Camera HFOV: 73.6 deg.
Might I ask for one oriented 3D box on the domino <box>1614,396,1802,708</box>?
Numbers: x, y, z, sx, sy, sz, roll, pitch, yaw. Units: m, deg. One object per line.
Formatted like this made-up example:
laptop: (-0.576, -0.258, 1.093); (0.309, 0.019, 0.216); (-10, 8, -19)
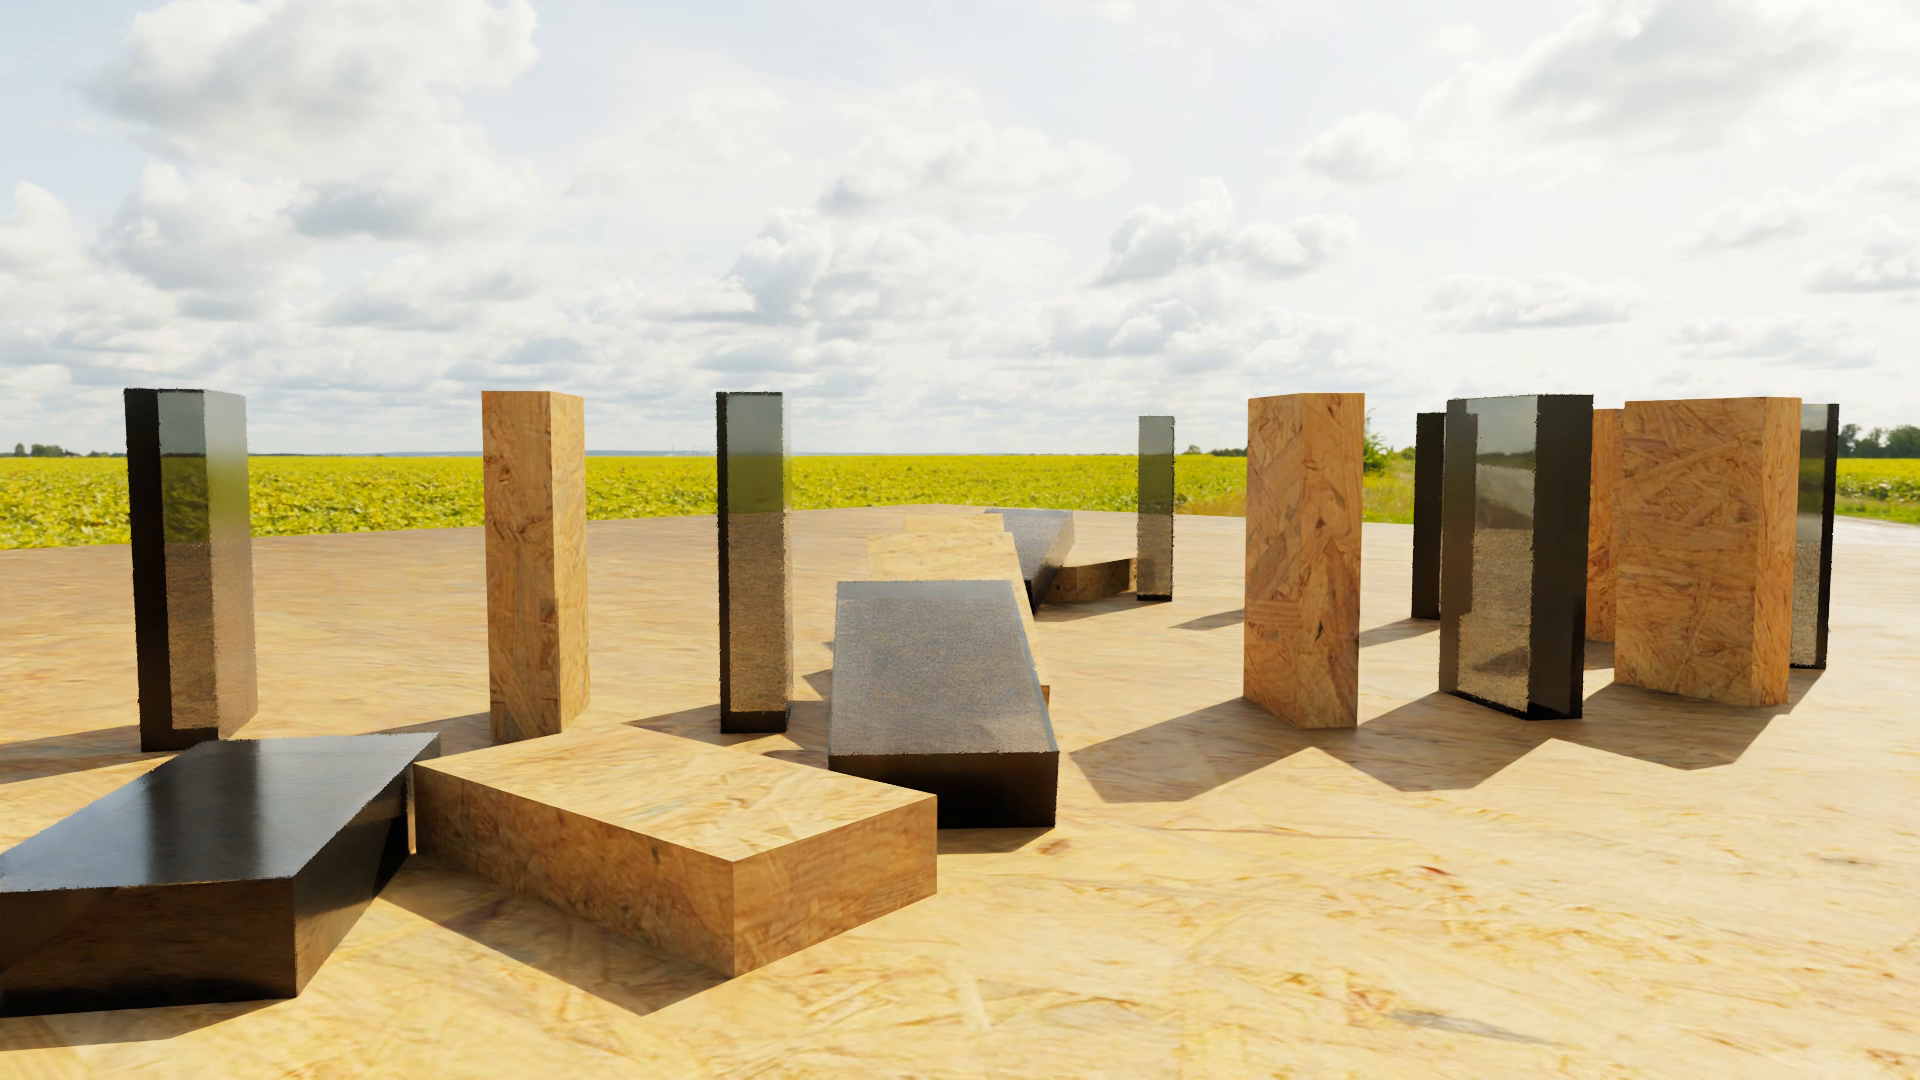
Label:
domino: (0.127, 0.001, 0.219); (0.009, 0.050, 0.025); (-2, 5, -25)

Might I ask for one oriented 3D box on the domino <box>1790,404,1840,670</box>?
domino: (0.153, -0.001, 0.248); (0.025, 0.050, 0.009); (1, 4, 15)

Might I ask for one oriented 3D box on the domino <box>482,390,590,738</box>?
domino: (-0.064, 0.003, 0.196); (0.010, 0.050, 0.025); (0, 4, -6)

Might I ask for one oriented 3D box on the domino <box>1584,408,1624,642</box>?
domino: (0.148, -0.004, 0.283); (0.025, 0.050, 0.009); (-2, 5, -26)

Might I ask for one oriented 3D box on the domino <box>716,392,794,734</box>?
domino: (-0.031, 0.003, 0.200); (0.010, 0.050, 0.025); (0, 4, -5)

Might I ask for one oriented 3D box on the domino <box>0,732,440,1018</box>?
domino: (-0.068, 0.029, 0.121); (0.025, 0.009, 0.050); (-1, 4, -10)

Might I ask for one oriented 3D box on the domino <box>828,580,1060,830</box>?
domino: (-0.004, 0.019, 0.164); (0.025, 0.009, 0.050); (0, 20, -4)

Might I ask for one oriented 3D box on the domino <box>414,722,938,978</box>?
domino: (-0.029, 0.028, 0.127); (0.050, 0.009, 0.025); (3, 6, 39)

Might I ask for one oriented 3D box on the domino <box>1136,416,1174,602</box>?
domino: (0.054, -0.009, 0.358); (0.009, 0.050, 0.025); (1, 4, 8)

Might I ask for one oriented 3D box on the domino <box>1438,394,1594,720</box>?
domino: (0.090, 0.002, 0.209); (0.010, 0.050, 0.025); (-1, 4, -10)

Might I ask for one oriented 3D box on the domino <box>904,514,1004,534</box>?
domino: (-0.001, 0.007, 0.312); (0.025, 0.010, 0.050); (-1, 22, 0)

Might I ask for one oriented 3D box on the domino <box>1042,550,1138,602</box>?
domino: (0.035, 0.010, 0.372); (0.025, 0.009, 0.050); (3, 5, 33)

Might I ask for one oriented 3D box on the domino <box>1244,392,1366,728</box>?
domino: (0.054, 0.002, 0.203); (0.010, 0.050, 0.025); (0, 4, -6)

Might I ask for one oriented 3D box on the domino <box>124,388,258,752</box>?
domino: (-0.112, 0.003, 0.188); (0.010, 0.050, 0.025); (-1, 4, -17)

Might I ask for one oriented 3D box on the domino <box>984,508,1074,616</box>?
domino: (0.013, 0.005, 0.343); (0.025, 0.010, 0.050); (1, 22, 17)

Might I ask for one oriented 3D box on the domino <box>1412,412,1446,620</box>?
domino: (0.123, -0.006, 0.318); (0.025, 0.050, 0.009); (-4, 6, -44)

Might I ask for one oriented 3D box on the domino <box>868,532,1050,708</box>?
domino: (-0.002, 0.014, 0.202); (0.025, 0.009, 0.050); (-1, 26, -4)
